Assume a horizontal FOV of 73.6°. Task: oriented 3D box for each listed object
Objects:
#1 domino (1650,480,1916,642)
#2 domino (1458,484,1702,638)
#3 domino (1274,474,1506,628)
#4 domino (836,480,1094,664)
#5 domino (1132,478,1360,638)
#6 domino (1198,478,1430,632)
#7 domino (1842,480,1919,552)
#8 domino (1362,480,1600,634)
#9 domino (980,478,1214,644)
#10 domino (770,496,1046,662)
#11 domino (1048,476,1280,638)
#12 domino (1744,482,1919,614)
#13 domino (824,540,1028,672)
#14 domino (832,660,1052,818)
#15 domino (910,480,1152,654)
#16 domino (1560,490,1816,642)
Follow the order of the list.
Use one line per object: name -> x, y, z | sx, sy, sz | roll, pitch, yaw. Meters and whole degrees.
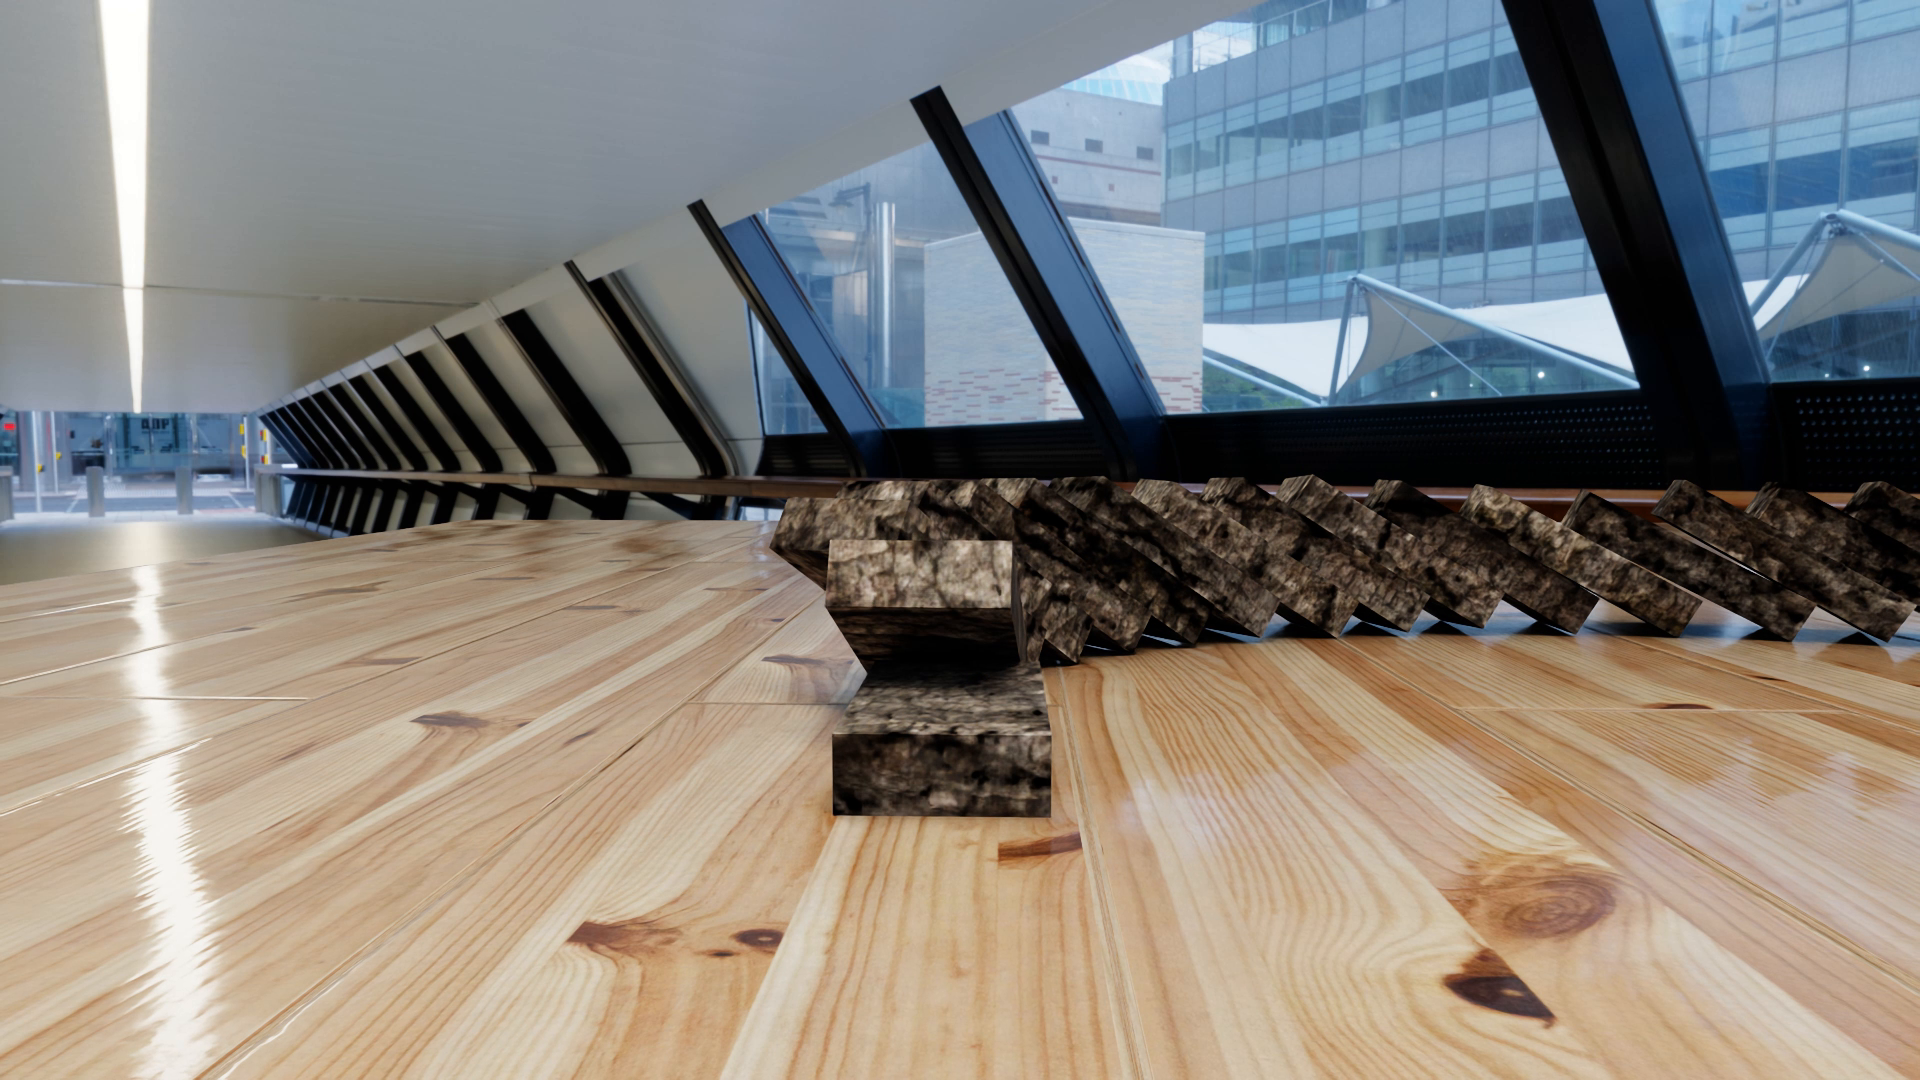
domino -> 0.182, 0.004, 0.288 | 0.050, 0.010, 0.025 | 34, 15, 19
domino -> 0.142, 0.004, 0.297 | 0.050, 0.009, 0.025 | 31, 11, 10
domino -> 0.097, 0.002, 0.297 | 0.050, 0.009, 0.025 | 31, 1, 0
domino -> 0.000, 0.006, 0.243 | 0.025, 0.009, 0.050 | 4, -28, 48
domino -> 0.062, 0.004, 0.289 | 0.050, 0.009, 0.025 | 32, -1, -10
domino -> 0.079, 0.003, 0.293 | 0.050, 0.010, 0.025 | 32, -1, -6
domino -> 0.218, 0.005, 0.274 | 0.050, 0.009, 0.025 | 36, 17, 22
domino -> 0.119, 0.003, 0.297 | 0.050, 0.010, 0.025 | 31, 6, 4
domino -> 0.027, 0.004, 0.271 | 0.050, 0.009, 0.025 | 34, -11, -21
domino -> -0.008, 0.009, 0.223 | 0.025, 0.010, 0.050 | 3, -26, 33
domino -> 0.043, 0.004, 0.279 | 0.050, 0.010, 0.025 | 33, -9, -18
domino -> 0.200, 0.004, 0.280 | 0.050, 0.009, 0.025 | 34, 15, 18
domino -> -0.003, 0.013, 0.196 | 0.025, 0.009, 0.050 | 0, -20, 6
domino -> -0.001, 0.025, 0.171 | 0.025, 0.009, 0.050 | 0, 4, 2
domino -> 0.013, 0.005, 0.258 | 0.050, 0.010, 0.025 | 36, -16, -29
domino -> 0.165, 0.005, 0.294 | 0.050, 0.009, 0.025 | 31, 14, 17
